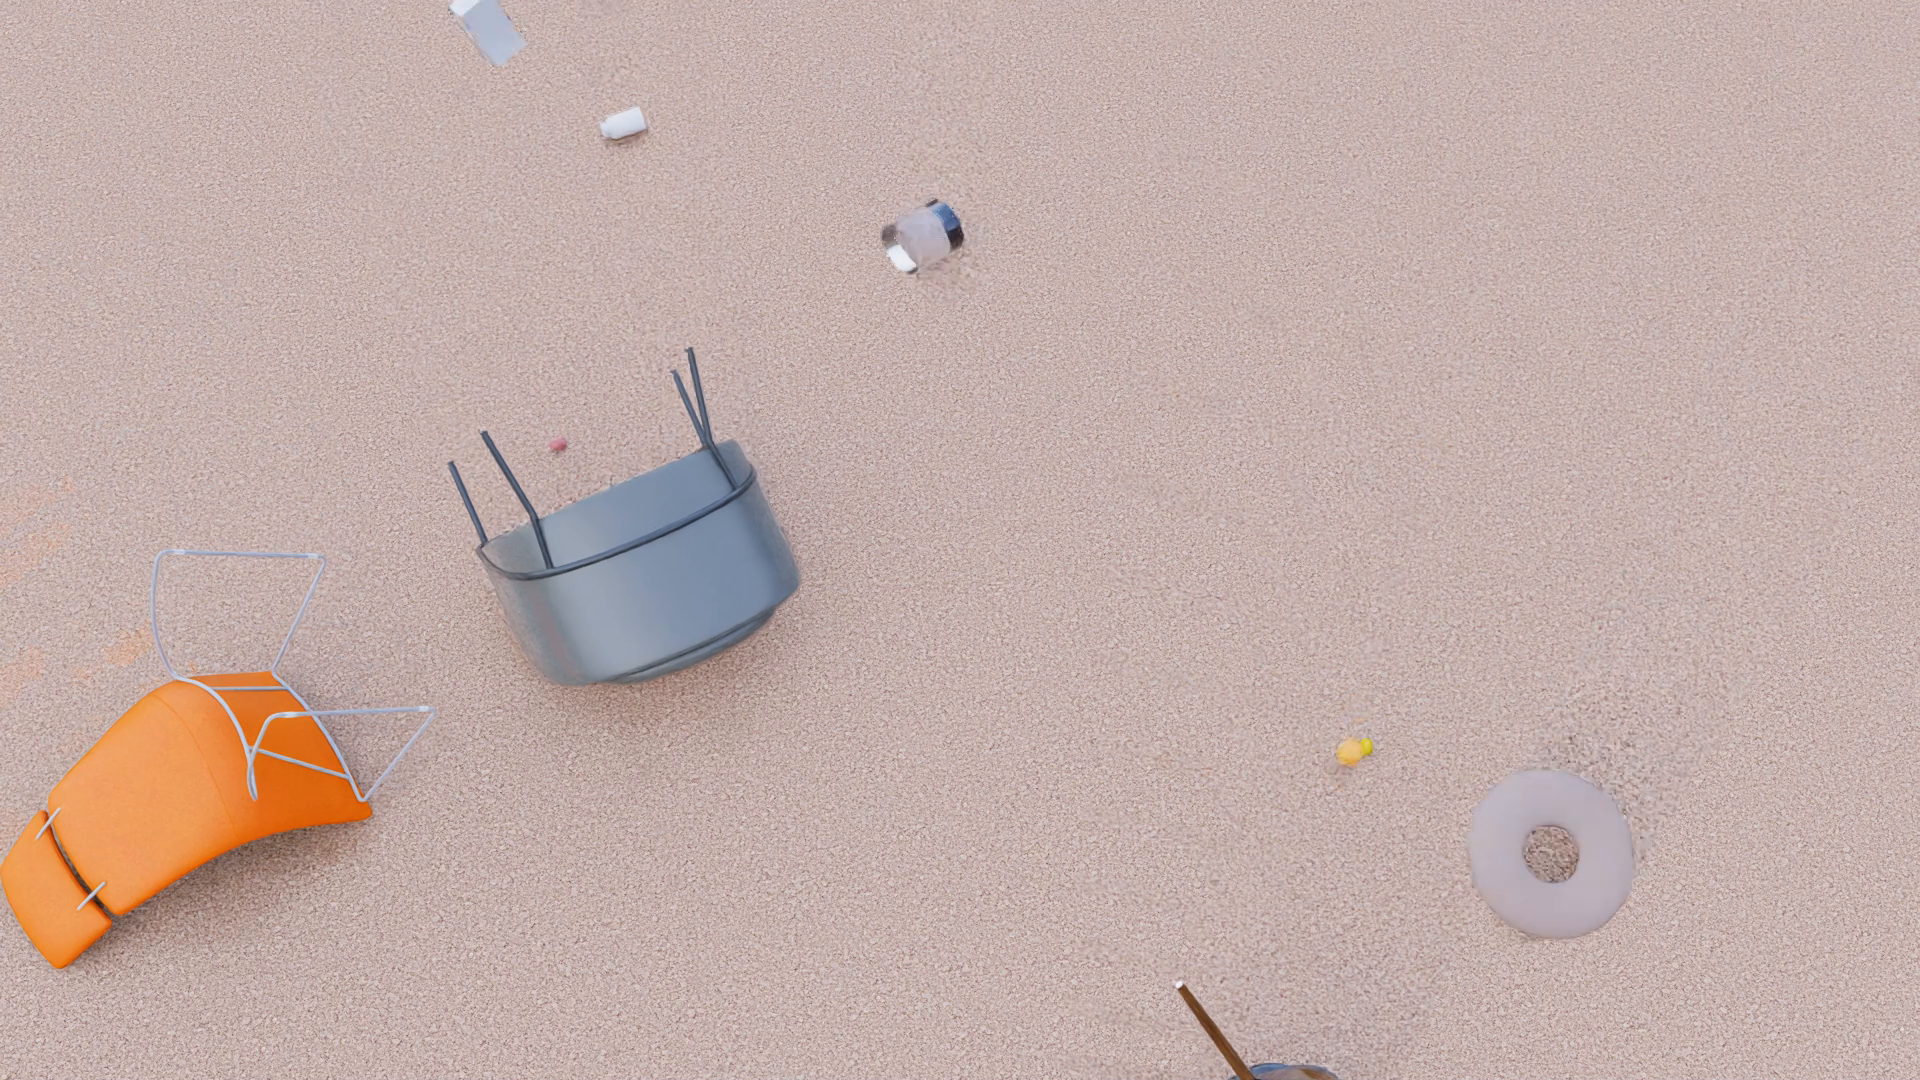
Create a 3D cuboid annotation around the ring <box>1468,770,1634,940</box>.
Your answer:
[{"bbox_3d":[1.579,0.839,5.868,0.466,0.066,0.436,44,84,1],"label":"ring"}]

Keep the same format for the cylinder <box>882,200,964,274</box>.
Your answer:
[{"bbox_3d":[-0.120,-0.980,7.107,0.179,0.226,0.177,-32,103,-20],"label":"cylinder"}]

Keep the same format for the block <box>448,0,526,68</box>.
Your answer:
[{"bbox_3d":[-1.550,-1.688,7.216,0.124,0.218,0.114,-41,43,-8],"label":"block"}]
